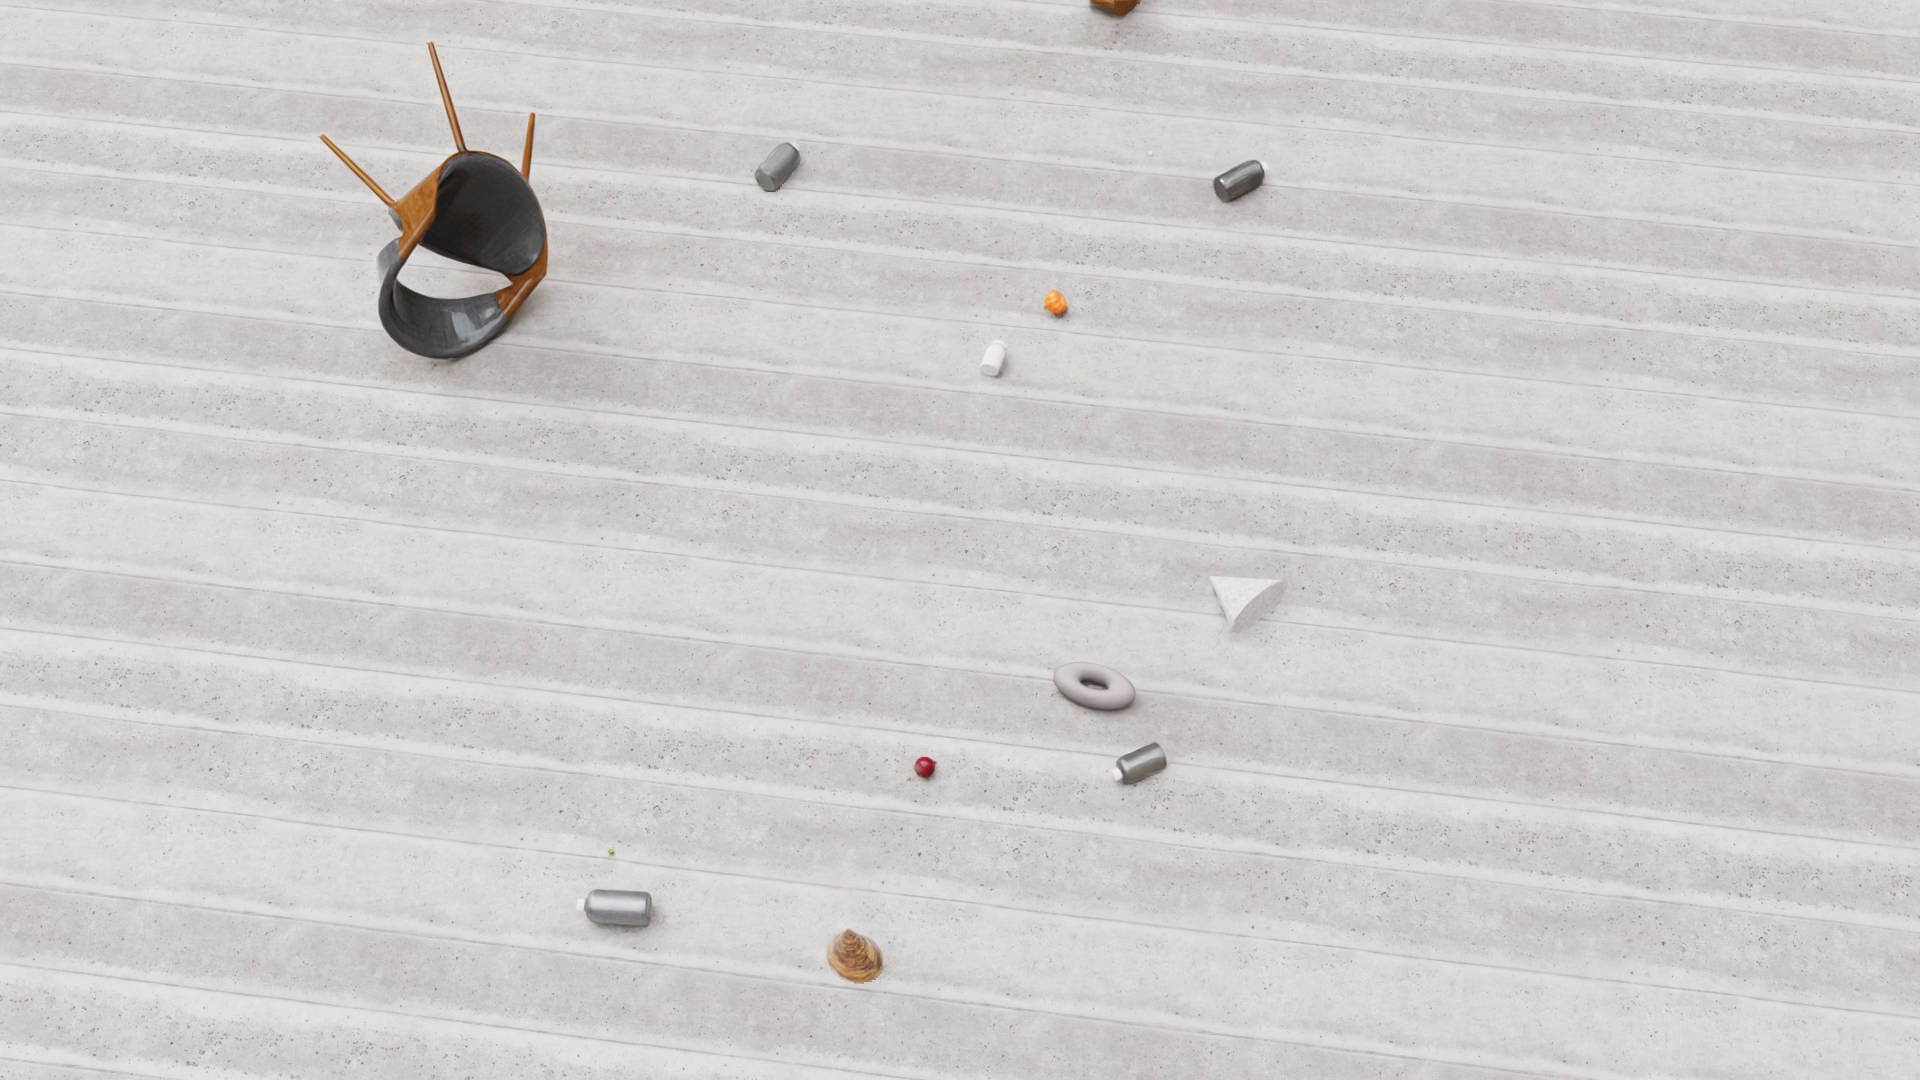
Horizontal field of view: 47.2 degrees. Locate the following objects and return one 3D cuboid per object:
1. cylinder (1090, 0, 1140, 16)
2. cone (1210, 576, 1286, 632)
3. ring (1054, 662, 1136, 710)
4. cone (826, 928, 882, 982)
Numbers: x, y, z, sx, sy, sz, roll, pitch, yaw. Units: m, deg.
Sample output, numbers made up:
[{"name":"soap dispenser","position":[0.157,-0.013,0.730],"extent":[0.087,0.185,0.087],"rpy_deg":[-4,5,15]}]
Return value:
[{"name":"cylinder","position":[0.553,-1.966,7.790],"extent":[0.139,0.169,0.213],"rpy_deg":[35,50,21]},{"name":"cone","position":[0.803,0.151,6.442],"extent":[0.239,0.103,0.197],"rpy_deg":[-36,48,-26]},{"name":"ring","position":[0.382,0.415,6.250],"extent":[0.241,0.078,0.125],"rpy_deg":[15,59,9]},{"name":"cone","position":[-0.283,1.044,5.707],"extent":[0.161,0.261,0.129],"rpy_deg":[29,68,15]}]
